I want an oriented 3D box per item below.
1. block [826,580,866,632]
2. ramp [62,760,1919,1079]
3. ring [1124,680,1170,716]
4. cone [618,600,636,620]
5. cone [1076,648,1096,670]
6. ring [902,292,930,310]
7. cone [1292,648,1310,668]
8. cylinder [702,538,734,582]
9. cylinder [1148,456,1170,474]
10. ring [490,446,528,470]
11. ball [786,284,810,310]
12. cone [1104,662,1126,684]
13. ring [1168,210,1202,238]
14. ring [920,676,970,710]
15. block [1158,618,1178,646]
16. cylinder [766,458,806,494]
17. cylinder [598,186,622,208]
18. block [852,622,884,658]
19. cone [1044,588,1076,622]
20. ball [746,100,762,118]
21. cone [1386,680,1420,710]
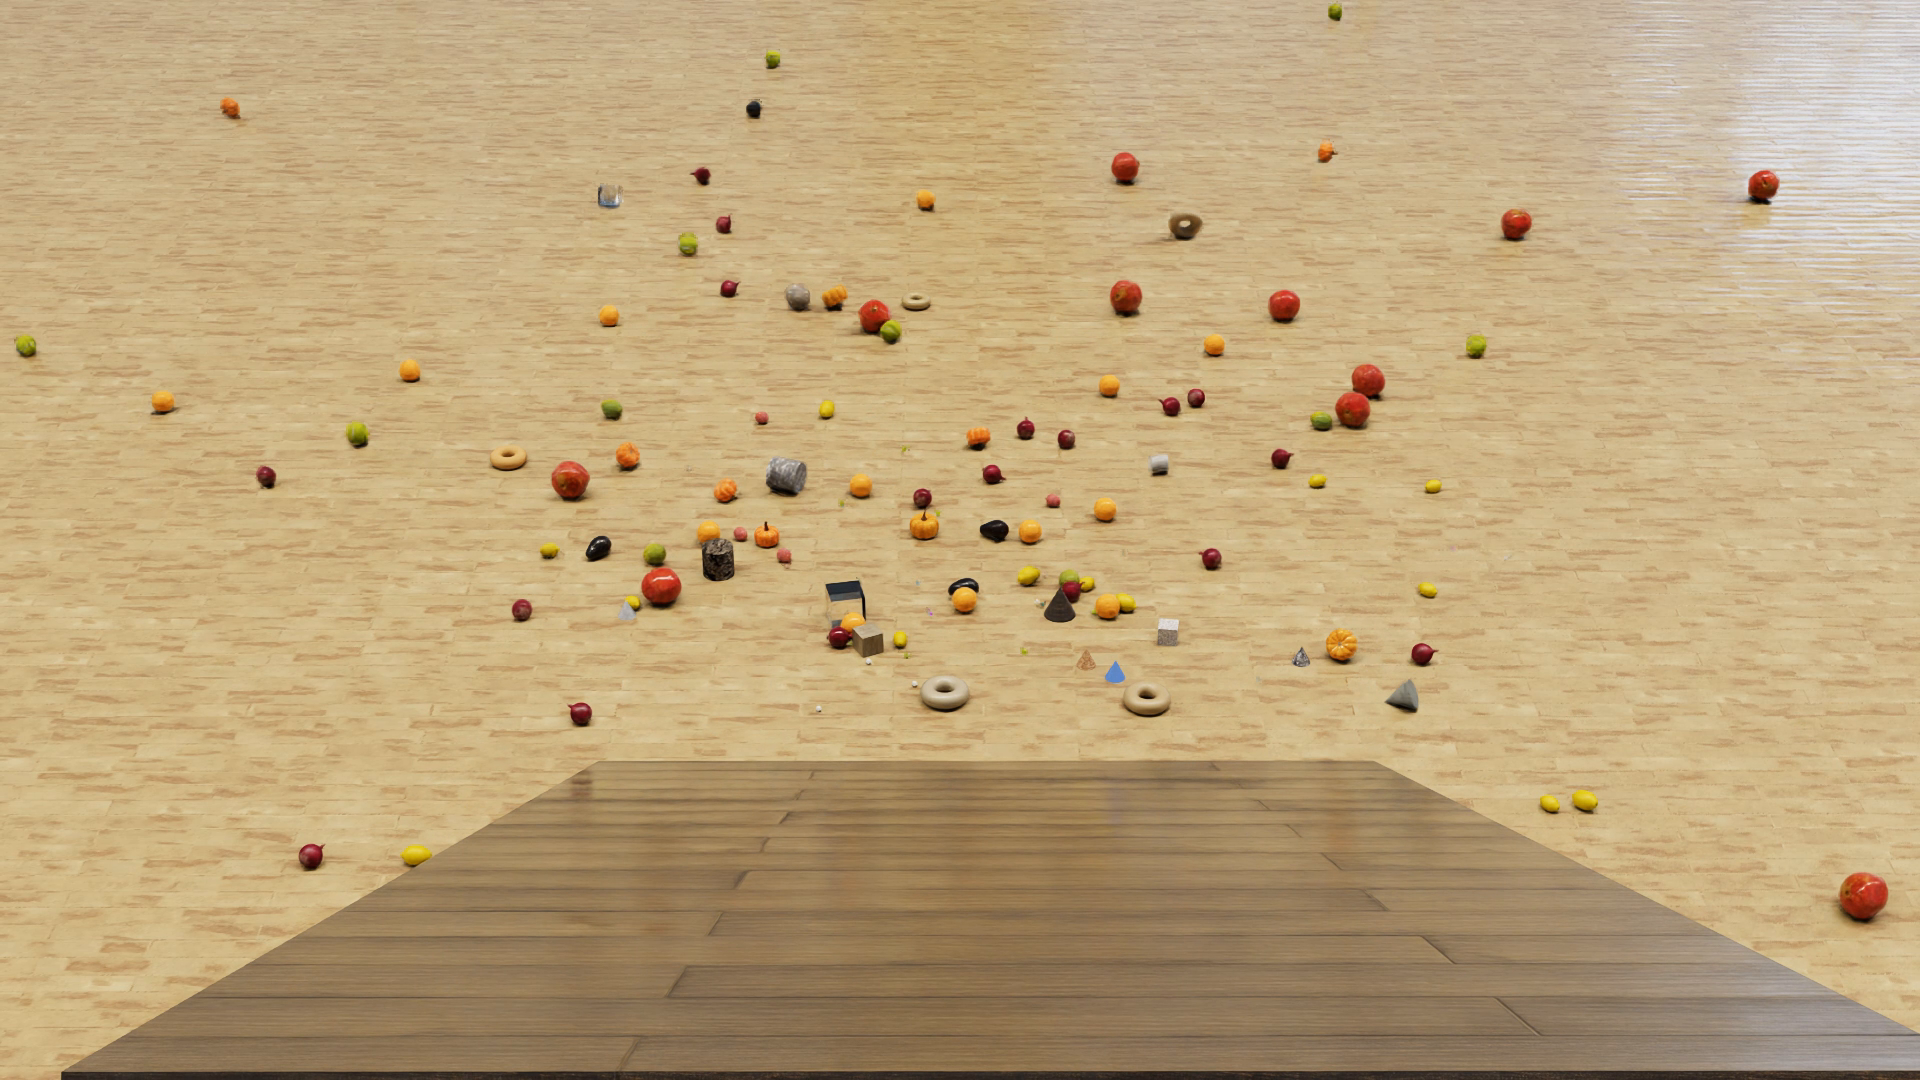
[{"bbox_3d":[-0.327,0.187,7.392,0.098,0.098,0.098,-6,31,-11],"label":"block"},{"bbox_3d":[0.069,0.609,4.679,2.000,0.100,4.000,0,0,0],"label":"ramp"},{"bbox_3d":[0.508,0.429,7.040,0.130,0.043,0.130,1,32,-1],"label":"ring"},{"bbox_3d":[-0.956,0.194,7.424,0.054,0.054,0.054,0,31,0],"label":"cone"},{"bbox_3d":[0.352,0.325,7.203,0.056,0.056,0.056,0,31,0],"label":"cone"},{"bbox_3d":[-0.156,-0.850,9.198,0.105,0.035,0.105,1,30,-1],"label":"ring"},{"bbox_3d":[0.952,0.318,7.217,0.053,0.053,0.053,0,31,0],"label":"cone"},{"bbox_3d":[-0.711,0.059,7.614,0.093,0.093,0.093,0,31,0],"label":"cylinder"},{"bbox_3d":[0.626,-0.238,8.152,0.053,0.053,0.053,-6,31,-10],"label":"cylinder"},{"bbox_3d":[-1.431,-0.262,8.206,0.117,0.039,0.117,0,32,0],"label":"ring"},{"bbox_3d":[-0.573,-0.861,9.165,0.086,0.086,0.086,0,31,0],"label":"ball"},{"bbox_3d":[0.429,0.355,7.150,0.057,0.057,0.057,0,31,0],"label":"cone"},{"bbox_3d":[0.841,-1.183,9.675,0.126,0.126,0.042,0,48,0],"label":"ring"},{"bbox_3d":[-0.042,0.415,7.062,0.136,0.045,0.136,0,29,0],"label":"ring"},{"bbox_3d":[0.588,0.261,7.311,0.055,0.055,0.055,4,31,7],"label":"block"},{"bbox_3d":[-0.540,-0.200,8.045,0.096,0.096,0.096,11,33,18],"label":"cylinder"},{"bbox_3d":[-1.346,-1.320,9.946,0.077,0.077,0.077,9,32,8],"label":"cylinder"},{"bbox_3d":[-0.258,0.281,7.268,0.065,0.065,0.065,-15,34,-24],"label":"block"},{"bbox_3d":[0.287,0.173,7.421,0.093,0.093,0.093,0,31,0],"label":"cone"},{"bbox_3d":[-0.856,-1.788,10.743,0.066,0.066,0.066,0,31,0],"label":"ball"},{"bbox_3d":[1.192,0.431,7.042,0.085,0.085,0.085,-19,23,25],"label":"cone"}]
